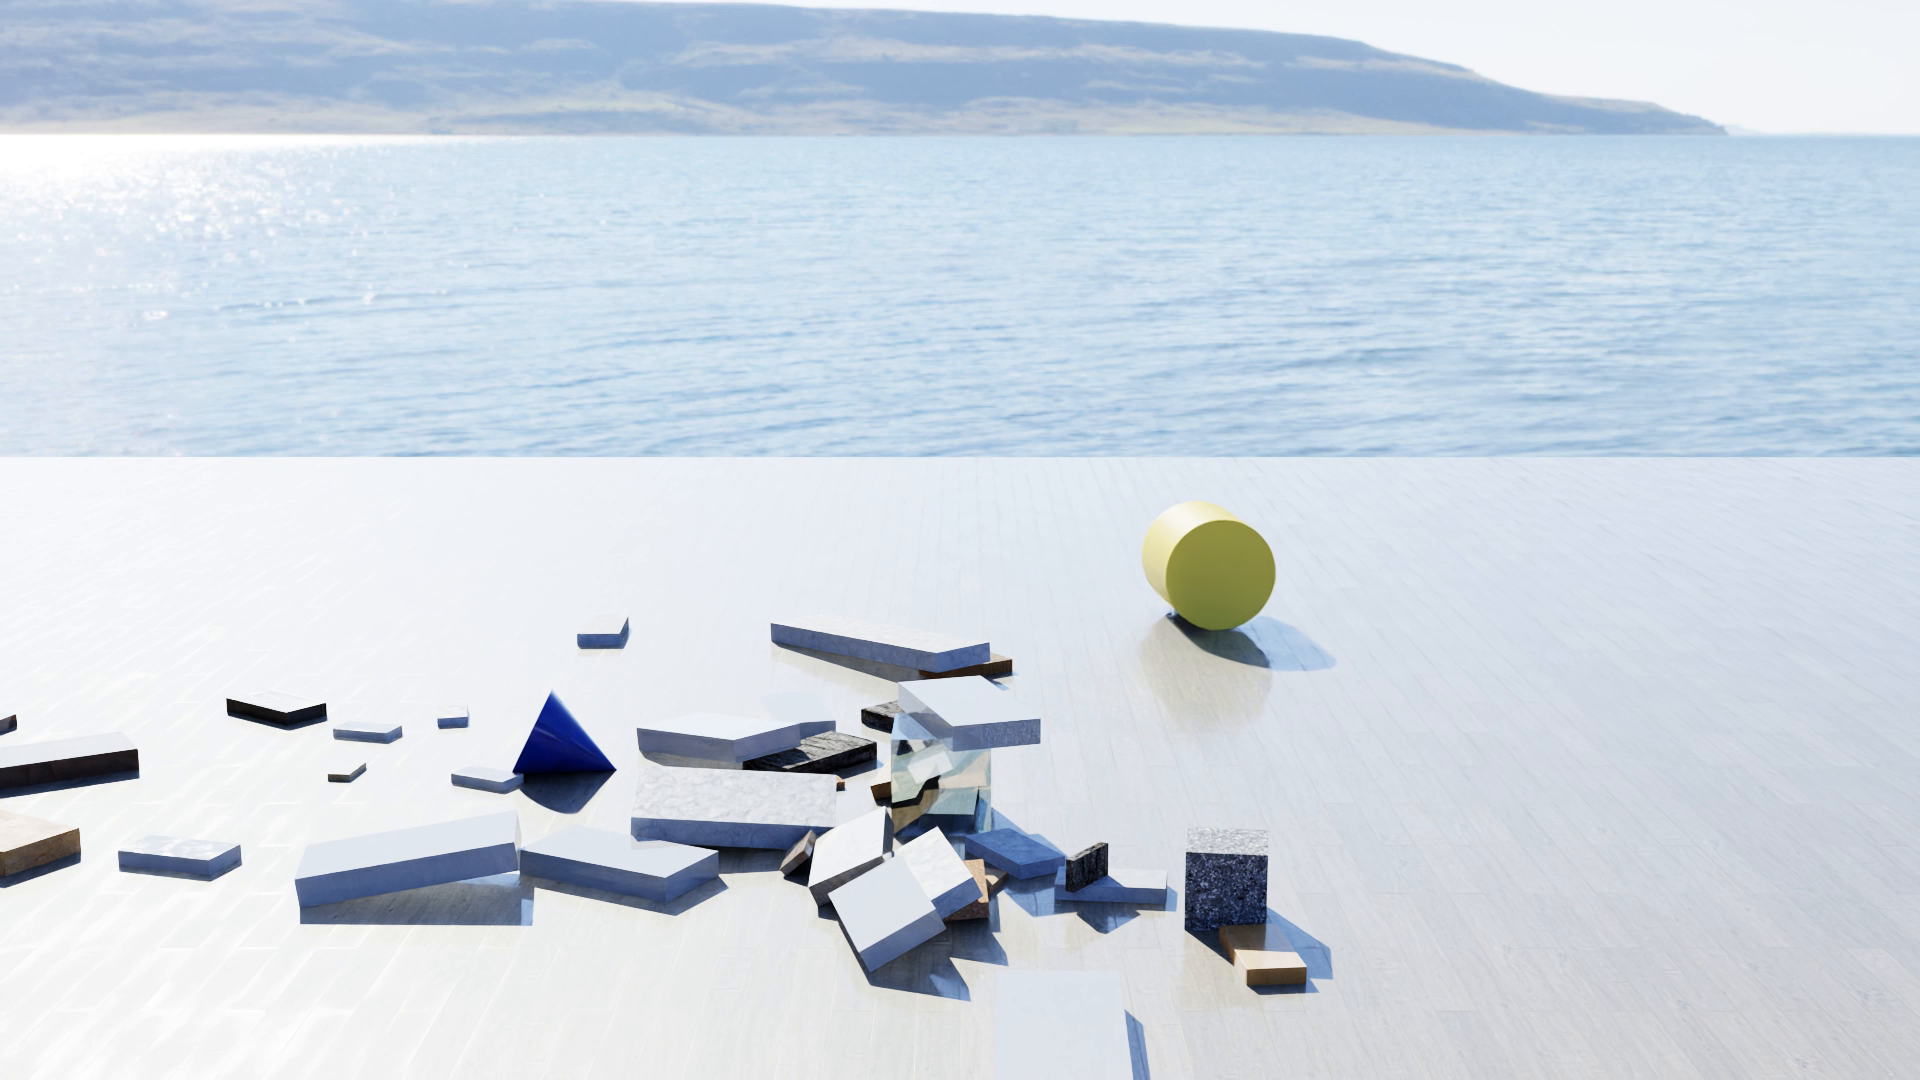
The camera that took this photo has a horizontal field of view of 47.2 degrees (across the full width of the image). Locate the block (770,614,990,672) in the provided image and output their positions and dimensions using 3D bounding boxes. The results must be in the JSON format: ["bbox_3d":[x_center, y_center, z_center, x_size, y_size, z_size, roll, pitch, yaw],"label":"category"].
[{"bbox_3d":[-0.201,0.245,5.304,0.165,0.047,0.633,-9,11,-41],"label":"block"}]

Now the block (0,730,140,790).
[{"bbox_3d":[-1.812,0.440,4.359,0.320,0.043,0.153,-7,12,-32],"label":"block"}]

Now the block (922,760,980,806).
[{"bbox_3d":[-0.016,0.468,4.248,0.099,0.028,0.199,1,11,3],"label":"block"}]

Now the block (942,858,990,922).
[{"bbox_3d":[-0.002,0.576,3.623,0.091,0.026,0.183,-5,14,-1],"label":"block"}]

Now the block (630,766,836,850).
[{"bbox_3d":[-0.402,0.480,3.941,0.357,0.051,0.179,3,24,-4],"label":"block"}]

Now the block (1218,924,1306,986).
[{"bbox_3d":[0.462,0.633,3.365,0.091,0.026,0.183,-1,11,-6],"label":"block"}]

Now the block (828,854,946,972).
[{"bbox_3d":[-0.117,0.583,3.455,0.133,0.038,0.266,-29,15,-7],"label":"block"}]

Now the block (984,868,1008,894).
[{"bbox_3d":[0.045,0.576,3.711,0.045,0.013,0.090,4,11,22],"label":"block"}]

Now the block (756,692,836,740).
[{"bbox_3d":[-0.354,0.376,4.722,0.127,0.036,0.254,-3,11,-15],"label":"block"}]

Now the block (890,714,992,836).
[{"bbox_3d":[-0.032,0.429,4.041,0.180,0.180,0.180,0,11,1],"label":"block"}]

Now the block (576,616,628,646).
[{"bbox_3d":[-0.899,0.227,5.543,0.105,0.030,0.211,0,11,-2],"label":"block"}]

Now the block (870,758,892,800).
[{"bbox_3d":[-0.103,0.447,4.266,0.099,0.028,0.199,-15,9,13],"label":"block"}]

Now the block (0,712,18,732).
[{"bbox_3d":[-2.118,0.417,4.528,0.092,0.026,0.402,3,11,16],"label":"block"}]

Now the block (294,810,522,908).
[{"bbox_3d":[-0.924,0.535,3.706,0.357,0.051,0.179,-9,12,-8],"label":"block"}]

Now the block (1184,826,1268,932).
[{"bbox_3d":[0.430,0.547,3.546,0.129,0.129,0.129,1,11,7],"label":"block"}]

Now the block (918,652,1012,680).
[{"bbox_3d":[0.014,0.297,5.167,0.199,0.028,0.099,-7,13,-34],"label":"block"}]

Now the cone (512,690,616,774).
[{"bbox_3d":[-0.765,0.418,4.364,0.187,0.187,0.187,26,8,-8],"label":"cone"}]

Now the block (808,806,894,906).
[{"bbox_3d":[-0.182,0.534,3.728,0.133,0.038,0.266,-24,10,4],"label":"block"}]

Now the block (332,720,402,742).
[{"bbox_3d":[-1.247,0.402,4.631,0.127,0.018,0.063,3,11,16],"label":"block"}]

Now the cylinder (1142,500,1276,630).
[{"bbox_3d":[0.642,0.063,5.718,0.287,0.287,0.287,-1,11,-8],"label":"cylinder"}]

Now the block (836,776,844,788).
[{"bbox_3d":[-0.273,0.473,4.262,0.090,0.013,0.045,-4,11,-23],"label":"block"}]

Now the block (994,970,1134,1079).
[{"bbox_3d":[0.134,0.716,2.854,0.179,0.051,0.708,0,11,1],"label":"block"}]

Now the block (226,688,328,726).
[{"bbox_3d":[-1.494,0.364,4.804,0.211,0.030,0.105,8,13,36],"label":"block"}]

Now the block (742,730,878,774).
[{"bbox_3d":[-0.299,0.436,4.401,0.127,0.036,0.254,9,14,40],"label":"block"}]

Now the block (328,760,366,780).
[{"bbox_3d":[-1.213,0.457,4.352,0.045,0.013,0.090,1,11,6],"label":"block"}]

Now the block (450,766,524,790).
[{"bbox_3d":[-0.923,0.465,4.294,0.127,0.018,0.063,5,12,27],"label":"block"}]

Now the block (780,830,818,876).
[{"bbox_3d":[-0.279,0.541,3.803,0.055,0.016,0.110,-40,6,9],"label":"block"}]

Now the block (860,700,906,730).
[{"bbox_3d":[-0.079,0.367,4.788,0.273,0.030,0.105,-10,15,-44],"label":"block"}]

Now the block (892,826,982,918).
[{"bbox_3d":[-0.059,0.556,3.594,0.133,0.038,0.266,-28,15,-7],"label":"block"}]

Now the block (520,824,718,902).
[{"bbox_3d":[-0.583,0.551,3.759,0.307,0.043,0.153,6,12,28],"label":"block"}]

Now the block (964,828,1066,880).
[{"bbox_3d":[0.095,0.546,3.835,0.091,0.026,0.183,-6,12,-31],"label":"block"}]

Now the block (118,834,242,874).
[{"bbox_3d":[-1.358,0.547,3.828,0.184,0.026,0.092,3,11,16],"label":"block"}]

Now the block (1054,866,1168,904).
[{"bbox_3d":[0.253,0.576,3.673,0.184,0.026,0.092,1,11,7],"label":"block"}]

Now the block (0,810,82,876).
[{"bbox_3d":[-1.724,0.527,3.891,0.307,0.043,0.153,6,12,29],"label":"block"}]

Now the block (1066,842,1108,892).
[{"bbox_3d":[0.211,0.541,3.639,0.016,0.055,0.110,7,13,34],"label":"block"}]

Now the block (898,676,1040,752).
[{"bbox_3d":[0.013,0.316,4.034,0.165,0.047,0.329,-3,11,-18],"label":"block"}]

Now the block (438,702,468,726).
[{"bbox_3d":[-1.100,0.377,4.766,0.063,0.018,0.127,-2,11,-12],"label":"block"}]

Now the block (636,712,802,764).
[{"bbox_3d":[-0.491,0.399,4.456,0.165,0.047,0.329,-11,8,-42],"label":"block"}]
